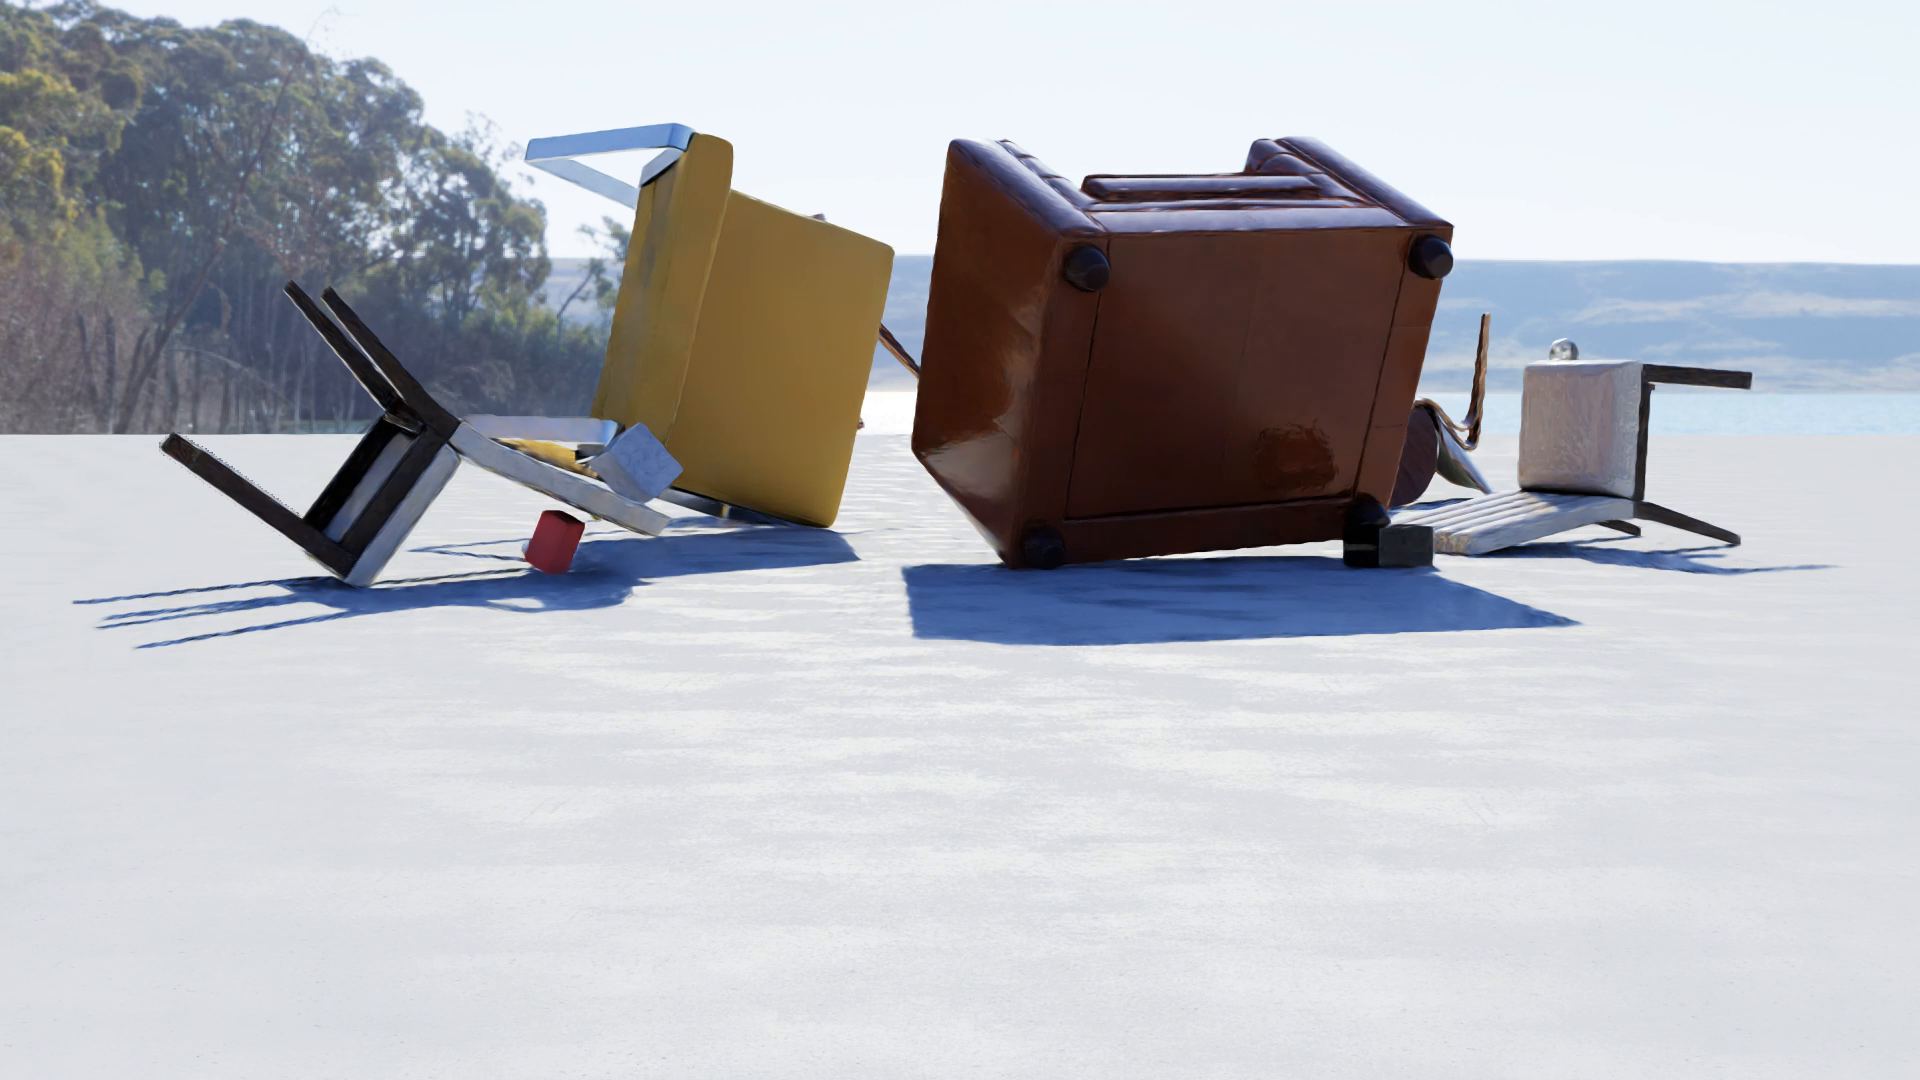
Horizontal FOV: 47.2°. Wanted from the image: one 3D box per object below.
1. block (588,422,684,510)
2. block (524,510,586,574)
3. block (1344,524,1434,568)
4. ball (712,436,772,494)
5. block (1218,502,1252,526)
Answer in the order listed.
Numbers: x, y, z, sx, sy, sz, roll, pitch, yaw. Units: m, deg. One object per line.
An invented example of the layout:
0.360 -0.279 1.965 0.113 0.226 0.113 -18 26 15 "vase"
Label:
-0.858 -0.194 5.816 0.121 0.170 0.195 -46 13 -24 "block"
-0.979 0.005 5.314 0.079 0.134 0.077 27 11 21 "block"
1.089 0.014 5.594 0.172 0.102 0.144 -2 4 -27 "block"
-0.747 -0.258 7.526 0.200 0.200 0.200 0 4 0 "ball"
0.905 -0.085 7.233 0.097 0.076 0.074 -1 4 -9 "block"
